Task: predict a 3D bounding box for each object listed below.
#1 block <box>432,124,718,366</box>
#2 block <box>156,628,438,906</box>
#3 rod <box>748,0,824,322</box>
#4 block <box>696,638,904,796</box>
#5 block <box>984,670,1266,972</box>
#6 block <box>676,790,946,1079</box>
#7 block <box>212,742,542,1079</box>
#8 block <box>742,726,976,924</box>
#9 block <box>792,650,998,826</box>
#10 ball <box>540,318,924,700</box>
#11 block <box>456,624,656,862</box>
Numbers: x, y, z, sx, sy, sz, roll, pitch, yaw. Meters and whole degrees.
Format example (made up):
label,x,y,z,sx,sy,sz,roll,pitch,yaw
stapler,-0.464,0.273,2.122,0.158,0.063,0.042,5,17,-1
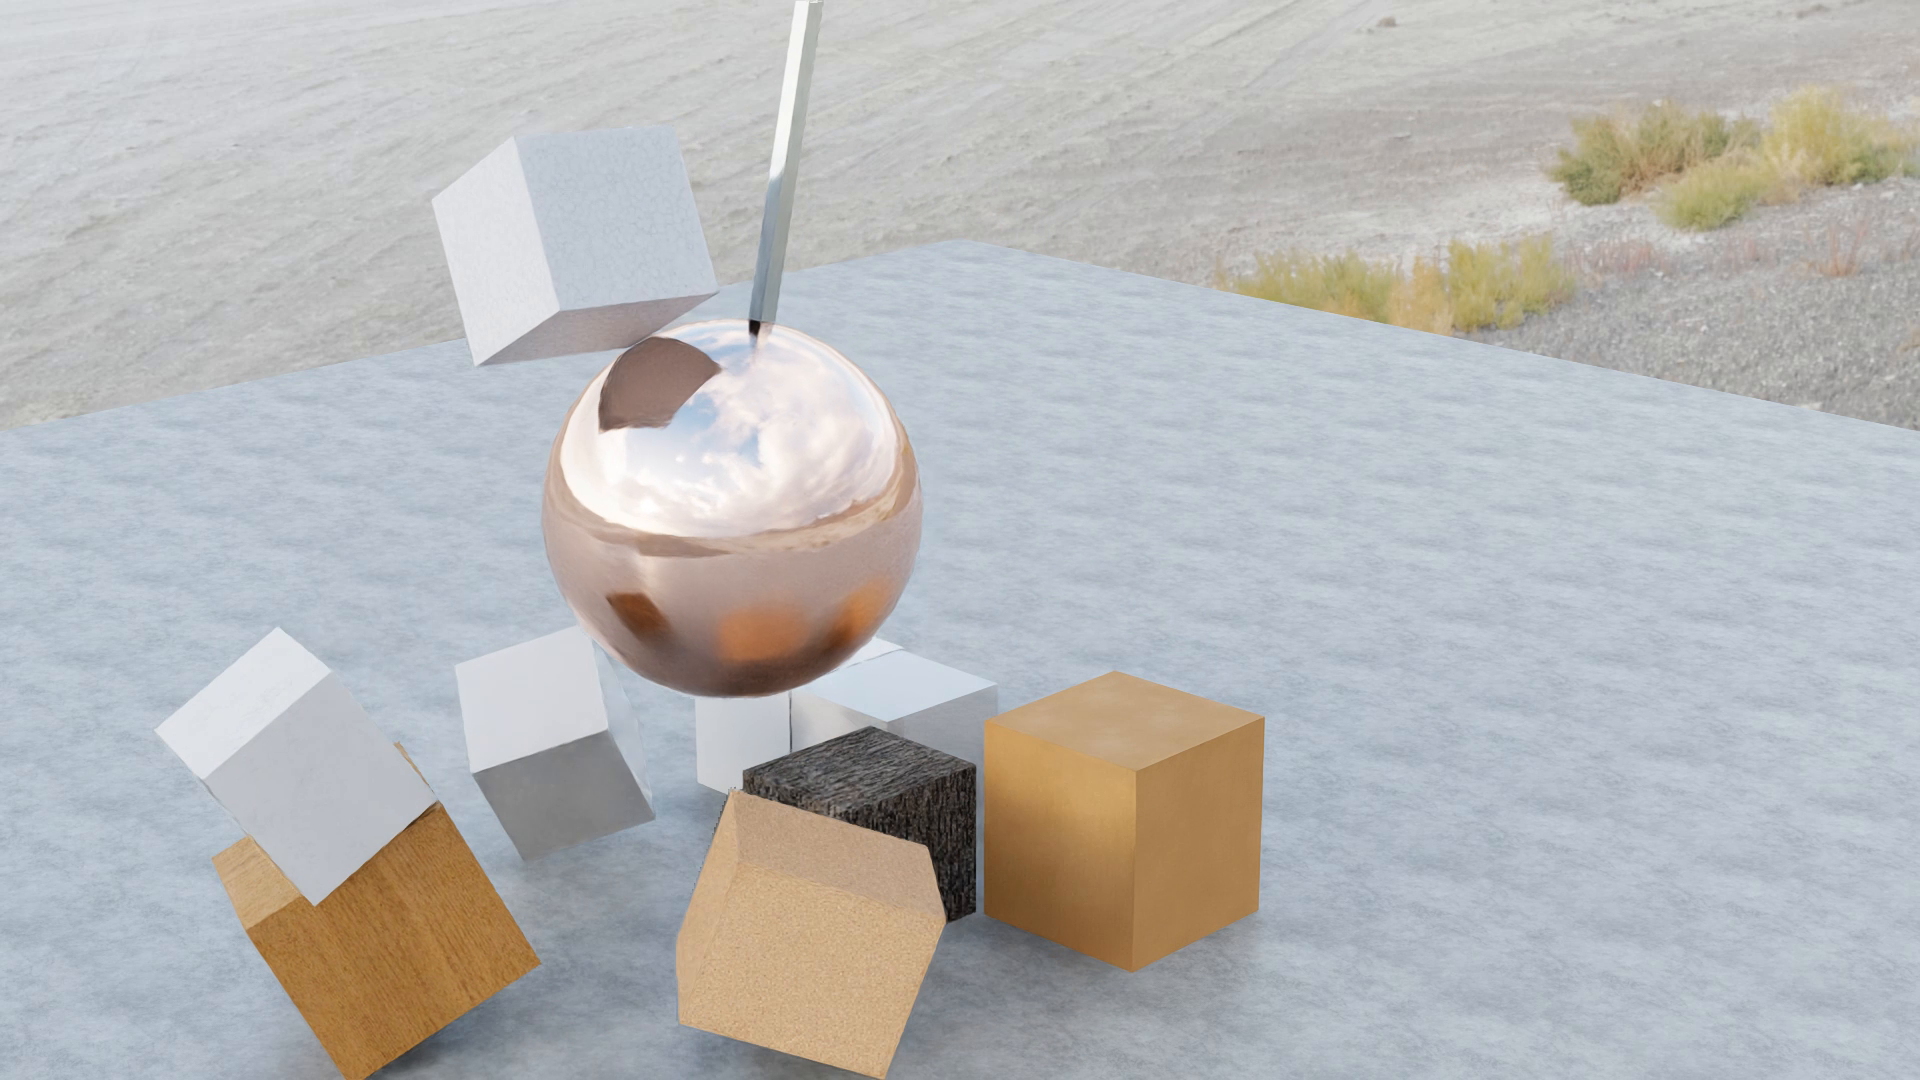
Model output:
label,x,y,z,sx,sy,sz,roll,pitch,yaw
block,-1.555,-1.187,11.823,0.741,0.714,0.736,-11,-8,-38
block,-2.553,0.862,11.272,0.612,0.691,0.685,-42,29,-15
rod,-0.413,-3.452,11.824,0.080,5.200,0.080,17,11,42
block,-0.788,0.863,14.443,0.756,0.694,0.693,-17,24,-42
block,0.720,1.218,12.929,0.861,0.923,0.874,16,23,41
block,-0.612,1.569,11.728,0.849,0.721,0.712,18,15,-12
block,-2.342,1.485,11.748,0.875,0.821,0.746,-32,26,-12
block,-0.438,1.331,12.936,0.677,0.703,0.769,17,24,42
block,-0.309,1.013,13.973,0.720,0.688,0.664,-17,24,-42
ball,-0.952,-0.130,12.303,1.600,1.600,1.600,0,17,0
block,-1.862,0.935,13.524,0.644,0.730,0.648,-18,49,1
